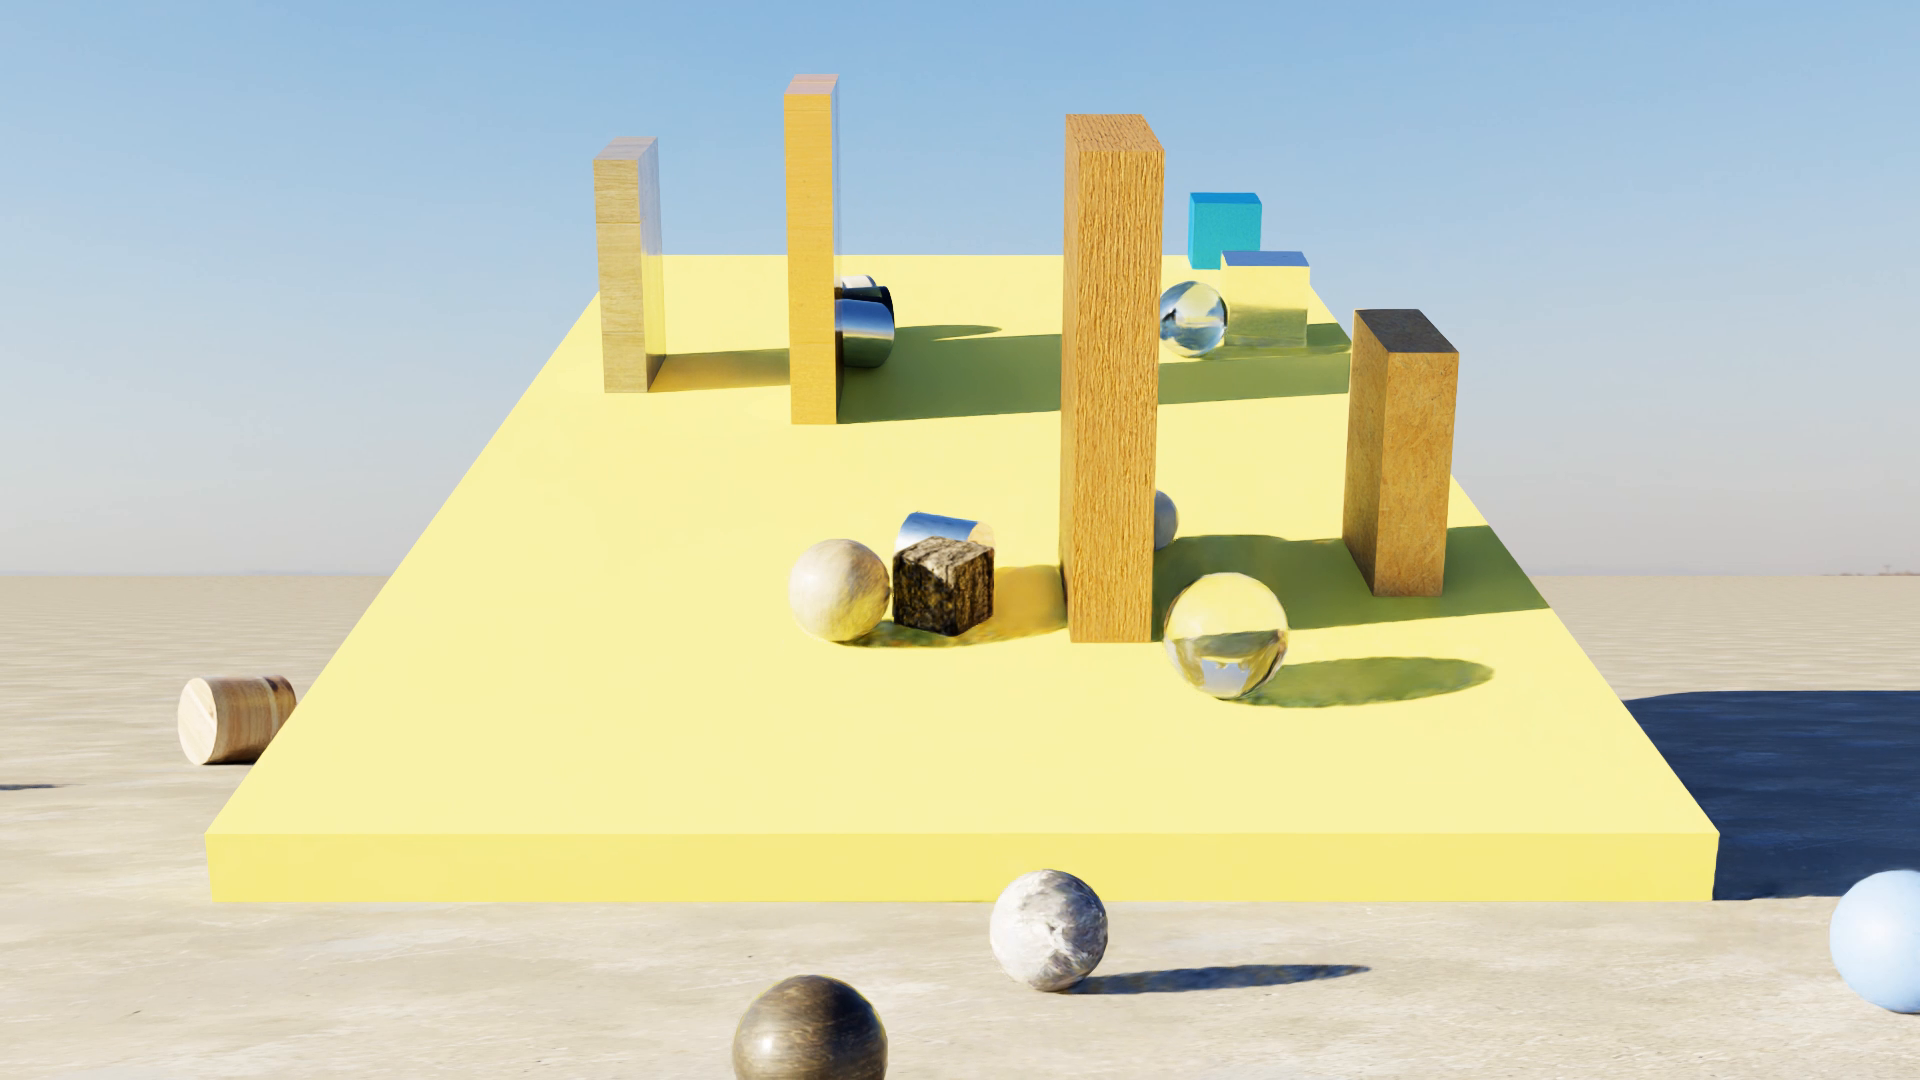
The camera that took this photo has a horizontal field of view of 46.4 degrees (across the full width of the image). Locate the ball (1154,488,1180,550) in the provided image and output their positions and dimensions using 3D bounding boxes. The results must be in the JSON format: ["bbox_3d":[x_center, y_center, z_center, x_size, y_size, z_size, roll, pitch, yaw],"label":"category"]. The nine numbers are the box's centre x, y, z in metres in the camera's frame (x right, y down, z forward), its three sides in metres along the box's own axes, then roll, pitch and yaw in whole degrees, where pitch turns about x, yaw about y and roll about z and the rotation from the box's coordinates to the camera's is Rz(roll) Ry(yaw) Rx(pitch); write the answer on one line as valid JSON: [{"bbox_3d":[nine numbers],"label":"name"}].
[{"bbox_3d":[0.340,-0.037,4.065,0.117,0.117,0.117,0,-1,0],"label":"ball"}]

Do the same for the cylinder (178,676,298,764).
[{"bbox_3d":[-1.660,0.412,5.151,0.197,0.197,0.197,1,-1,-44],"label":"cylinder"}]

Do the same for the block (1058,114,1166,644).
[{"bbox_3d":[0.244,-0.277,3.710,0.130,0.794,0.429,0,18,0],"label":"block"}]

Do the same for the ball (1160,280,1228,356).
[{"bbox_3d":[0.566,-0.544,5.501,0.185,0.185,0.185,0,-1,0],"label":"ball"}]

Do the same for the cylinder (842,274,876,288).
[{"bbox_3d":[-0.302,-0.589,5.685,0.156,0.156,0.156,-9,3,-26],"label":"cylinder"}]

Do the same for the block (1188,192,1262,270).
[{"bbox_3d":[0.780,-0.912,6.610,0.195,0.195,0.195,1,18,1],"label":"block"}]

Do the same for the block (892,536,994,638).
[{"bbox_3d":[-0.028,0.075,3.713,0.121,0.121,0.121,11,21,31],"label":"block"}]

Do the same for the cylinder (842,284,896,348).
[{"bbox_3d":[-0.261,-0.541,5.525,0.164,0.164,0.164,-8,2,-17],"label":"cylinder"}]

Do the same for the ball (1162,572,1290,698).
[{"bbox_3d":[0.403,0.144,3.394,0.191,0.191,0.191,0,-1,0],"label":"ball"}]

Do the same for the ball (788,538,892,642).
[{"bbox_3d":[-0.195,0.080,3.623,0.168,0.168,0.168,0,-1,0],"label":"ball"}]

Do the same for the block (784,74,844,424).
[{"bbox_3d":[-0.321,-0.650,4.971,0.098,0.715,0.371,0,18,0],"label":"block"}]

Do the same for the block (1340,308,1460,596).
[{"bbox_3d":[0.768,-0.159,3.938,0.117,0.429,0.340,0,18,0],"label":"block"}]

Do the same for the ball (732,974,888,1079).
[{"bbox_3d":[-0.118,0.405,1.765,0.123,0.123,0.123,0,-1,0],"label":"ball"}]

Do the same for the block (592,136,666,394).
[{"bbox_3d":[-0.771,-0.651,5.258,0.099,0.537,0.366,0,18,0],"label":"block"}]

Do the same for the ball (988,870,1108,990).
[{"bbox_3d":[0.094,0.411,2.362,0.126,0.126,0.126,0,-1,0],"label":"ball"}]

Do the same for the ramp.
[{"bbox_3d":[-0.004,-0.188,4.872,2.000,0.100,4.000,0,18,0],"label":"ramp"}]

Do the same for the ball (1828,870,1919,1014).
[{"bbox_3d":[0.947,0.402,2.244,0.141,0.141,0.141,0,-1,0],"label":"ball"}]

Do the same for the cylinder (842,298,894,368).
[{"bbox_3d":[-0.269,-0.493,5.335,0.160,0.160,0.160,1,-1,-39],"label":"cylinder"}]

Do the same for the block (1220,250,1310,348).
[{"bbox_3d":[0.770,-0.613,5.683,0.205,0.205,0.205,1,18,2],"label":"block"}]
